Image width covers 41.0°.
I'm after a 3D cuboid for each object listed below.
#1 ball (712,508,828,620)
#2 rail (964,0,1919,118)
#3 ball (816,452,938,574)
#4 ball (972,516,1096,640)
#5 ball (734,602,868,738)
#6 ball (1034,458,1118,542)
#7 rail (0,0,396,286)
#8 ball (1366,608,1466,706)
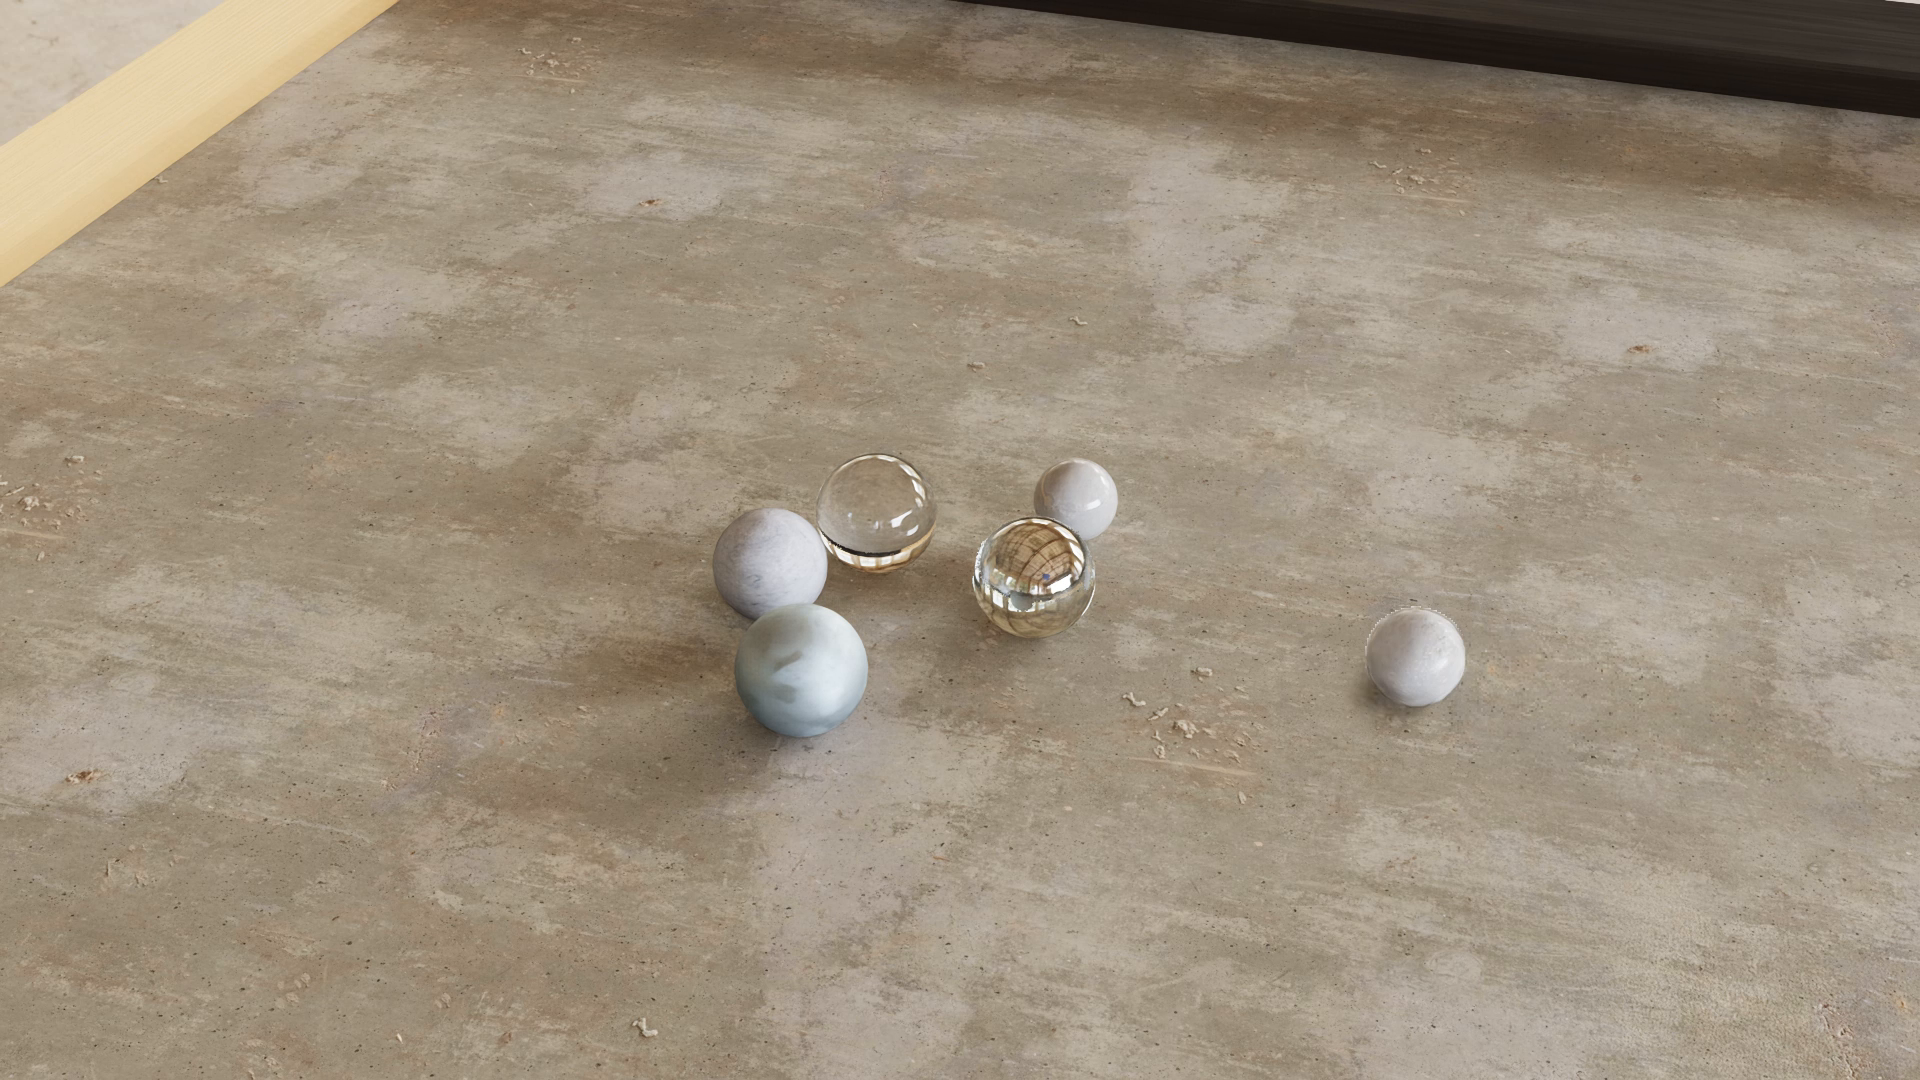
[{"bbox_3d":[-0.148,0.019,1.998,0.090,0.090,0.090,0,33,0],"label":"ball"},{"bbox_3d":[1.364,-0.450,2.684,4.189,0.127,0.045,10,34,15],"label":"rail"},{"bbox_3d":[-0.067,-0.021,2.053,0.098,0.098,0.098,0,33,0],"label":"ball"},{"bbox_3d":[0.057,0.029,1.979,0.095,0.095,0.095,0,33,0],"label":"ball"},{"bbox_3d":[-0.116,0.095,1.875,0.098,0.098,0.098,0,33,0],"label":"ball"},{"bbox_3d":[0.095,-0.033,2.097,0.069,0.069,0.069,0,33,0],"label":"ball"},{"bbox_3d":[-0.972,-0.191,2.285,0.045,0.127,2.412,10,34,15],"label":"rail"},{"bbox_3d":[0.340,0.088,1.909,0.072,0.072,0.072,0,33,0],"label":"ball"}]
